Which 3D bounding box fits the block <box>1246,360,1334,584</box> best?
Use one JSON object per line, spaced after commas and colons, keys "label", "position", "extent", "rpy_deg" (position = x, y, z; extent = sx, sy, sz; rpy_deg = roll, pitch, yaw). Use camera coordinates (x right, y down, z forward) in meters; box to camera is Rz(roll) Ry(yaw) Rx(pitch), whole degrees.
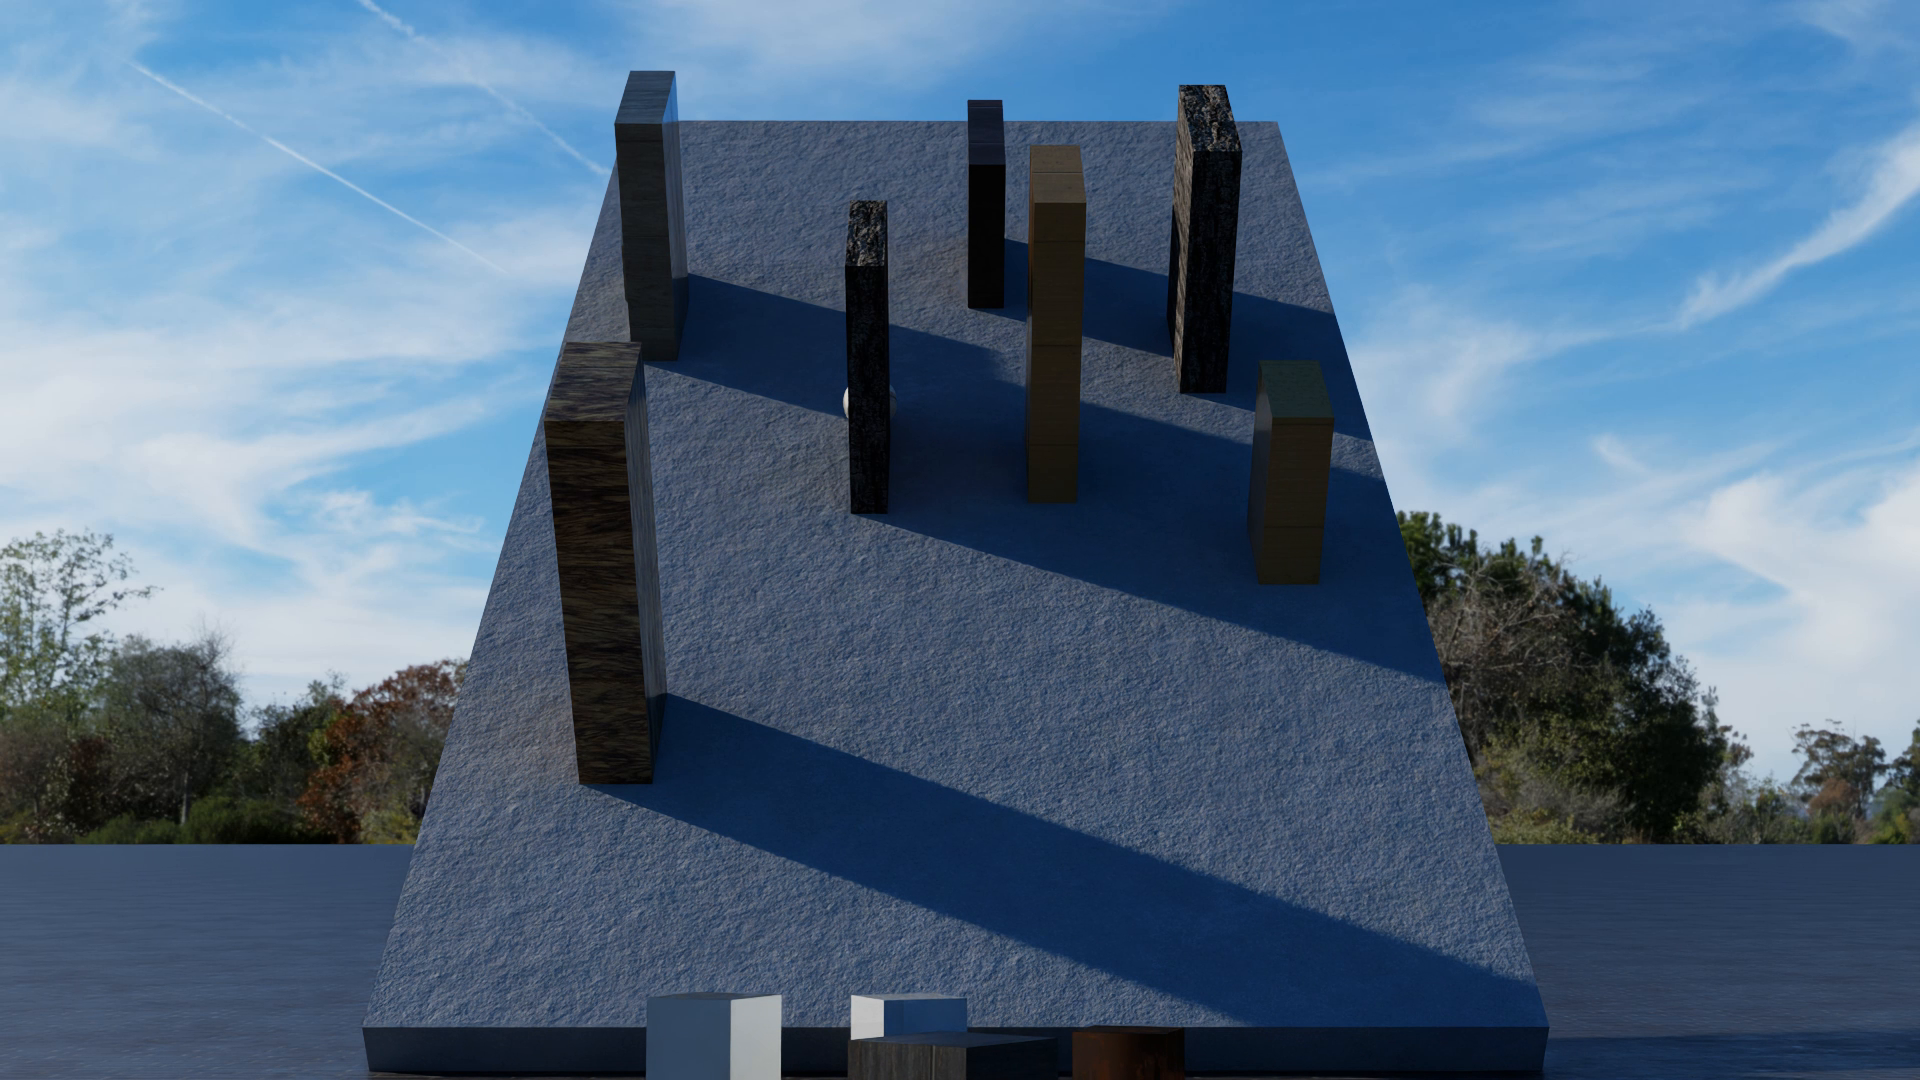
{"label": "block", "position": [0.711, -0.147, 5.286], "extent": [0.129, 0.413, 0.257], "rpy_deg": [0, 32, 0]}

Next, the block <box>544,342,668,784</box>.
{"label": "block", "position": [-0.658, 0.050, 4.597], "extent": [0.139, 0.795, 0.302], "rpy_deg": [0, 32, 0]}

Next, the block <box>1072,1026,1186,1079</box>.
{"label": "block", "position": [0.234, 0.744, 3.381], "extent": [0.130, 0.130, 0.130], "rpy_deg": [-2, -7, 16]}

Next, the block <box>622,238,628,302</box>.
{"label": "block", "position": [-0.812, -0.744, 6.478], "extent": [0.160, 0.160, 0.160], "rpy_deg": [-3, 32, -6]}

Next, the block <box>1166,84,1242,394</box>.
{"label": "block", "position": [0.599, -0.744, 6.033], "extent": [0.114, 0.639, 0.420], "rpy_deg": [0, 32, 0]}

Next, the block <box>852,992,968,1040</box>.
{"label": "block", "position": [-0.082, 0.801, 3.901], "extent": [0.142, 0.142, 0.142], "rpy_deg": [3, -8, -23]}

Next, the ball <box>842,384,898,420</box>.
{"label": "ball", "position": [-0.215, -0.329, 5.841], "extent": [0.130, 0.130, 0.130], "rpy_deg": [0, -7, 0]}

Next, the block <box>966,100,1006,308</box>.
{"label": "block", "position": [0.067, -0.897, 6.498], "extent": [0.094, 0.405, 0.441], "rpy_deg": [0, 32, 0]}

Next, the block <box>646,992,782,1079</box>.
{"label": "block", "position": [-0.380, 0.782, 3.782], "extent": [0.151, 0.151, 0.151], "rpy_deg": [-3, -8, 26]}

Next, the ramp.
{"label": "ramp", "position": [-0.015, -0.192, 5.840], "extent": [2.000, 0.100, 4.000], "rpy_deg": [0, 32, 0]}

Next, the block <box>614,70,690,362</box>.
{"label": "block", "position": [-0.769, -0.813, 6.136], "extent": [0.113, 0.638, 0.345], "rpy_deg": [0, 32, 0]}

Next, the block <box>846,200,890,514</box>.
{"label": "block", "position": [-0.206, -0.411, 5.512], "extent": [0.083, 0.617, 0.340], "rpy_deg": [0, 32, 0]}

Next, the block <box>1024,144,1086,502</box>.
{"label": "block", "position": [0.211, -0.483, 5.512], "extent": [0.110, 0.742, 0.313], "rpy_deg": [0, 32, 0]}

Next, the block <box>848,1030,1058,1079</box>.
{"label": "block", "position": [-0.008, 0.647, 2.749], "extent": [0.169, 0.169, 0.169], "rpy_deg": [-5, -9, 38]}
